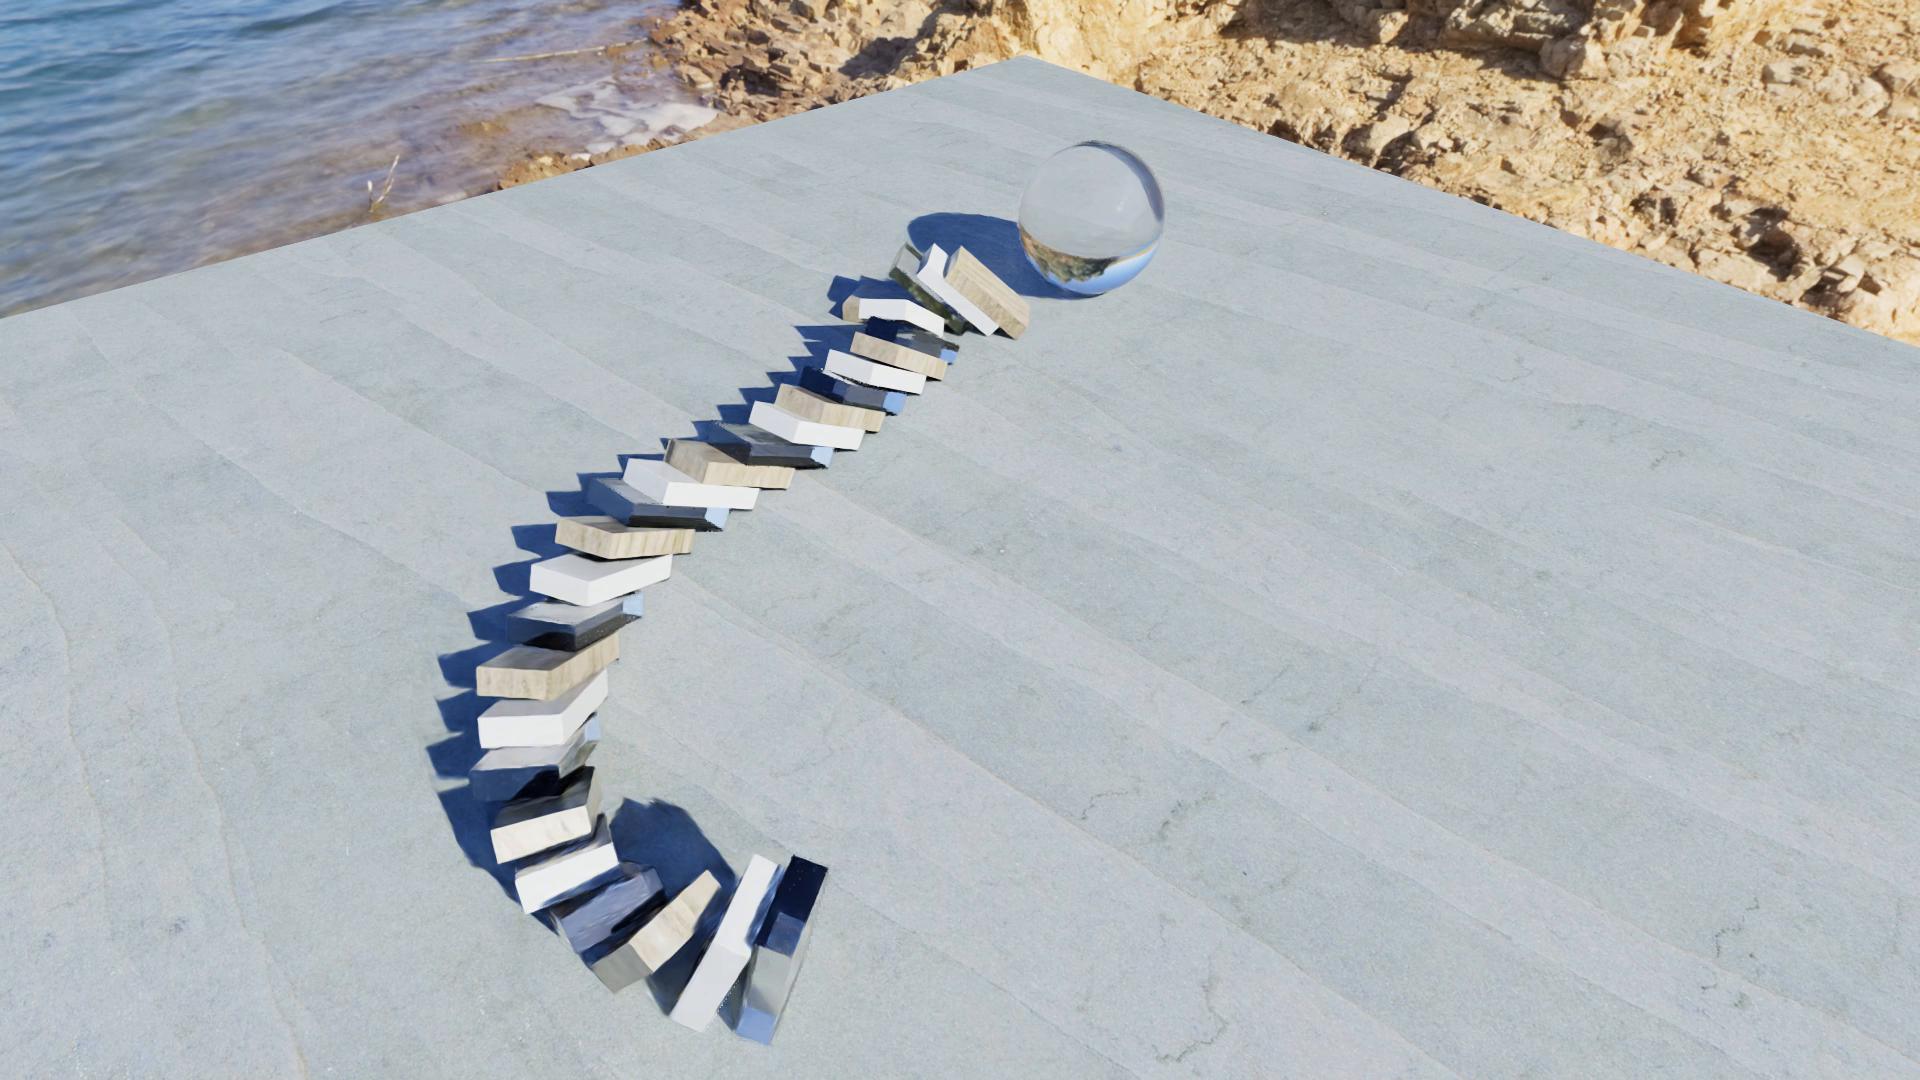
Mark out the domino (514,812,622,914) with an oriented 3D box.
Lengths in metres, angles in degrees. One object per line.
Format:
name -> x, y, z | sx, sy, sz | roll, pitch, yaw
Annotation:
domino -> -0.110, 0.090, 0.310 | 0.025, 0.009, 0.050 | -18, 2, -20

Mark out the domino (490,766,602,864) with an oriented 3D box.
domino -> -0.121, 0.080, 0.324 | 0.025, 0.009, 0.050 | -12, 5, -15

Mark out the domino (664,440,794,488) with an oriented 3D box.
domino -> -0.096, -0.032, 0.463 | 0.025, 0.010, 0.050 | 28, 16, 30

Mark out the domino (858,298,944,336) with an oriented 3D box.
domino -> -0.029, -0.112, 0.555 | 0.025, 0.009, 0.050 | 6, 2, 20

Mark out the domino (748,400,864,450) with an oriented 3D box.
domino -> -0.067, -0.050, 0.483 | 0.025, 0.009, 0.050 | 25, 12, 25

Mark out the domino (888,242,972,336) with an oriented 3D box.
domino -> -0.014, -0.133, 0.581 | 0.050, 0.010, 0.025 | 37, 35, -20

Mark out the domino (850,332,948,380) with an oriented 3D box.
domino -> -0.029, -0.088, 0.530 | 0.025, 0.010, 0.050 | 21, 9, 24

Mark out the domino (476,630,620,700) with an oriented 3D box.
domino -> -0.139, 0.041, 0.374 | 0.025, 0.010, 0.050 | 2, 10, 7

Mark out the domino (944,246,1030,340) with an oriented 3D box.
domino -> 0.015, -0.130, 0.578 | 0.050, 0.010, 0.025 | 37, 35, -20

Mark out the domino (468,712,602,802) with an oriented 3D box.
domino -> -0.131, 0.067, 0.343 | 0.025, 0.010, 0.050 | -4, 9, -5

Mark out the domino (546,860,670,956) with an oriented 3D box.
domino -> -0.096, 0.098, 0.297 | 0.025, 0.050, 0.009 | -26, 89, -28

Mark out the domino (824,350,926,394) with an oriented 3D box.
domino -> -0.039, -0.079, 0.520 | 0.025, 0.010, 0.050 | 21, 11, 24

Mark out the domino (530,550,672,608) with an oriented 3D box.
domino -> -0.133, 0.012, 0.412 | 0.025, 0.009, 0.050 | 15, 15, 17

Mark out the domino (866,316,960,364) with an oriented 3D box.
domino -> -0.023, -0.098, 0.542 | 0.025, 0.009, 0.050 | 21, 9, 24

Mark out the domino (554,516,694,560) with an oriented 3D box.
domino -> -0.128, -0.002, 0.423 | 0.025, 0.009, 0.050 | 15, 8, 20

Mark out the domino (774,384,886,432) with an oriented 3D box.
domino -> -0.058, -0.059, 0.494 | 0.025, 0.009, 0.050 | 25, 12, 24

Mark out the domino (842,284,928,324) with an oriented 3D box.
domino -> -0.036, -0.125, 0.596 | 0.050, 0.010, 0.025 | 12, 41, 15

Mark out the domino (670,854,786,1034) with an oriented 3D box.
domino -> -0.060, 0.105, 0.284 | 0.009, 0.050, 0.025 | 27, 41, -4

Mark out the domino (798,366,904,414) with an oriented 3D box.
domino -> -0.049, -0.069, 0.506 | 0.025, 0.010, 0.050 | 25, 12, 24

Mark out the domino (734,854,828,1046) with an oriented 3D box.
domino -> -0.046, 0.106, 0.282 | 0.009, 0.050, 0.025 | 20, 41, 2

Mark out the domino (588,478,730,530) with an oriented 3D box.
domino -> -0.120, -0.014, 0.440 | 0.025, 0.009, 0.050 | 28, 14, 30

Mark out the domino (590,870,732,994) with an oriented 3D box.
domino -> -0.079, 0.103, 0.288 | 0.010, 0.050, 0.025 | 49, 52, 2

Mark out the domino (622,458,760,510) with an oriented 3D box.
domino -> -0.109, -0.023, 0.450 | 0.025, 0.010, 0.050 | 28, 14, 30

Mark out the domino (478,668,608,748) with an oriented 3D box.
domino -> -0.135, 0.054, 0.359 | 0.025, 0.009, 0.050 | -2, 10, -2

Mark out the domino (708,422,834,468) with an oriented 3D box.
domino -> -0.081, -0.041, 0.475 | 0.025, 0.009, 0.050 | 29, 18, 30

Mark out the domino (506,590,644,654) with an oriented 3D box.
domino -> -0.136, 0.027, 0.393 | 0.025, 0.010, 0.050 | 7, 12, 9

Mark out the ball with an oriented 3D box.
ball -> 0.072, -0.175, 0.602 | 0.080, 0.080, 0.080 | 0, 39, 0

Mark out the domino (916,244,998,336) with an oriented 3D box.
domino -> 0.001, -0.132, 0.581 | 0.050, 0.009, 0.025 | 37, 35, -20
